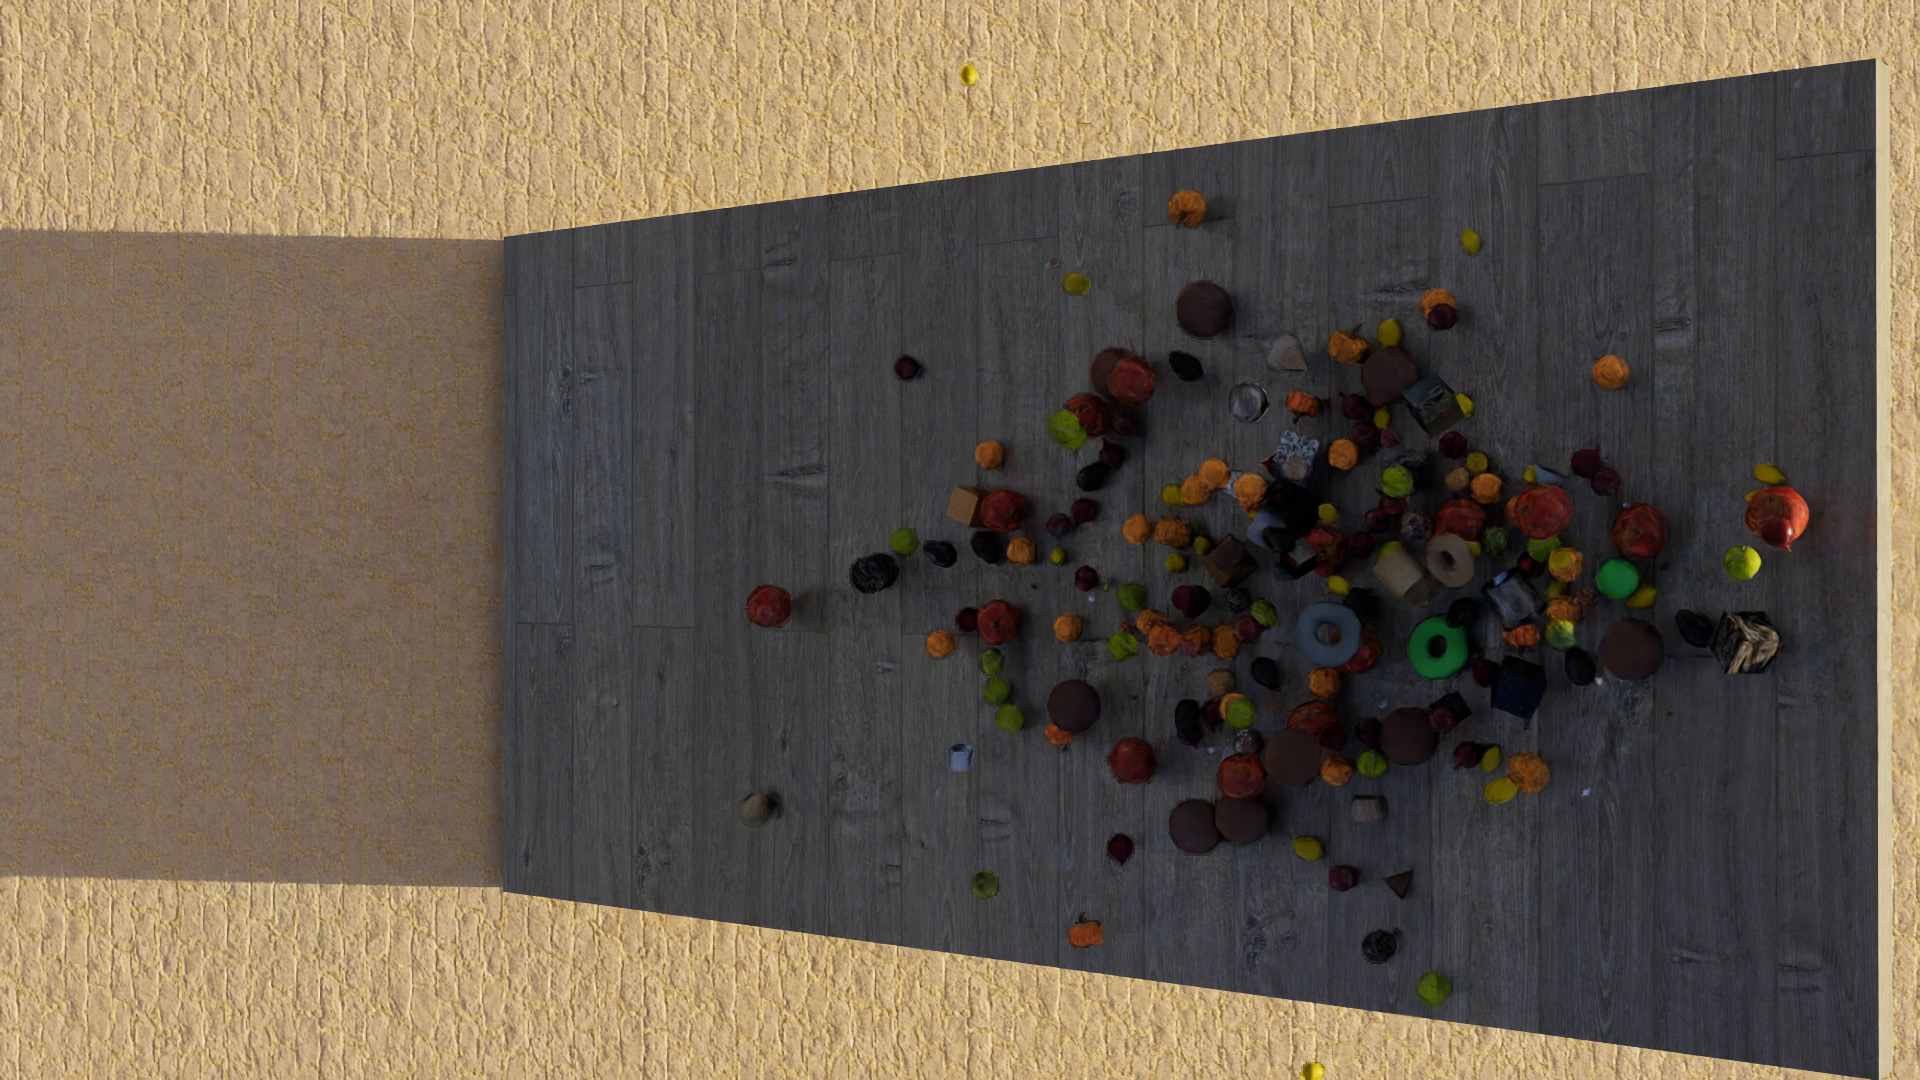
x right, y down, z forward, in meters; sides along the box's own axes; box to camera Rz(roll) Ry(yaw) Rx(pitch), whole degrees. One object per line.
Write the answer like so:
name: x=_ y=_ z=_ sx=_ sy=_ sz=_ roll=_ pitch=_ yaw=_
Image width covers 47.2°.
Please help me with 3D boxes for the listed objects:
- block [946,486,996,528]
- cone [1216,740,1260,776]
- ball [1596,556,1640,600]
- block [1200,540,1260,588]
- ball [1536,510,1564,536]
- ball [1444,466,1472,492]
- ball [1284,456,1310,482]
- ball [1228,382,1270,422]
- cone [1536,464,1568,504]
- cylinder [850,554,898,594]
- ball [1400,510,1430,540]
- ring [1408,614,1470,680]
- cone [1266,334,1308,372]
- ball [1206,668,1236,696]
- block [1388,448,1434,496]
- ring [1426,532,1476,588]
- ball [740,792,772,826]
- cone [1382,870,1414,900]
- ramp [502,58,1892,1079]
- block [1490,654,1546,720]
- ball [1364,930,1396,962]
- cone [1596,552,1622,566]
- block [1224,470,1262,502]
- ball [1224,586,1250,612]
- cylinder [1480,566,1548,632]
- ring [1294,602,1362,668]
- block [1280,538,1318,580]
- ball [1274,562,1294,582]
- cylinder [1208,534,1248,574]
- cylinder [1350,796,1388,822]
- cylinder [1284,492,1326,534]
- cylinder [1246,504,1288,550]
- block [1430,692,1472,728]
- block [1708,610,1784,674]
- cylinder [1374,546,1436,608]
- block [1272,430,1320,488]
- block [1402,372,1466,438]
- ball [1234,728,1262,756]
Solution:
block: x=0.029 y=-0.085 z=5.589 sx=0.080 sy=0.080 sz=0.080 roll=27 pitch=106 yaw=34
cone: x=0.656 y=0.525 z=5.134 sx=0.094 sy=0.094 sz=0.094 roll=19 pitch=90 yaw=8
ball: x=1.358 y=0.079 z=4.539 sx=0.089 sy=0.089 sz=0.089 roll=0 pitch=90 yaw=0
block: x=0.630 y=0.055 z=5.133 sx=0.080 sy=0.080 sz=0.080 roll=-47 pitch=64 yaw=27
ball: x=1.254 y=-0.036 z=4.677 sx=0.055 sy=0.055 sz=0.055 roll=0 pitch=90 yaw=0
ball: x=1.081 y=-0.131 z=4.774 sx=0.055 sy=0.055 sz=0.055 roll=0 pitch=90 yaw=0
ball: x=0.739 y=-0.157 z=4.831 sx=0.056 sy=0.056 sz=0.056 roll=0 pitch=90 yaw=0
ball: x=0.654 y=-0.312 z=4.987 sx=0.093 sy=0.093 sz=0.093 roll=0 pitch=90 yaw=0
cone: x=1.240 y=-0.111 z=4.666 sx=0.074 sy=0.074 sz=0.074 roll=22 pitch=103 yaw=0
cylinder: x=-0.222 y=0.088 z=5.733 sx=0.093 sy=0.093 sz=0.093 roll=4 pitch=101 yaw=23
ball: x=0.987 y=-0.032 z=4.765 sx=0.066 sy=0.066 sz=0.066 roll=0 pitch=90 yaw=0
ring: x=1.051 y=0.235 z=4.826 sx=0.146 sy=0.049 sz=0.146 roll=-13 pitch=70 yaw=37
cone: x=0.762 y=-0.404 z=4.990 sx=0.095 sy=0.095 sz=0.095 roll=-43 pitch=45 yaw=0
ball: x=0.611 y=0.334 z=5.154 sx=0.066 sy=0.066 sz=0.066 roll=0 pitch=90 yaw=0
block: x=0.995 y=-0.150 z=4.848 sx=0.069 sy=0.069 sz=0.069 roll=-28 pitch=127 yaw=-38
ring: x=1.044 y=0.044 z=4.681 sx=0.042 sy=0.126 sz=0.126 roll=-23 pitch=90 yaw=-30
ball: x=-0.559 y=0.737 z=6.023 sx=0.088 sy=0.088 sz=0.088 roll=0 pitch=90 yaw=0
cone: x=0.986 y=0.755 z=4.891 sx=0.064 sy=0.064 sz=0.064 roll=-43 pitch=90 yaw=-1
ramp: x=0.230 y=0.065 z=5.549 sx=4.000 sy=0.100 sz=2.000 roll=0 pitch=89 yaw=37
block: x=1.185 y=0.312 z=4.669 sx=0.086 sy=0.086 sz=0.086 roll=20 pitch=117 yaw=3
ball: x=0.934 y=0.906 z=4.903 sx=0.070 sy=0.070 sz=0.070 roll=0 pitch=90 yaw=0
cone: x=1.369 y=0.062 z=4.609 sx=0.052 sy=0.052 sz=0.052 roll=-26 pitch=103 yaw=0
block: x=0.659 y=-0.127 z=5.127 sx=0.055 sy=0.055 sz=0.055 roll=30 pitch=108 yaw=36
ball: x=0.648 y=0.139 z=5.127 sx=0.061 sy=0.061 sz=0.061 roll=0 pitch=90 yaw=0
cylinder: x=1.171 y=0.124 z=4.649 sx=0.100 sy=0.100 sz=0.100 roll=-33 pitch=93 yaw=0
ring: x=0.810 y=0.207 z=4.831 sx=0.149 sy=0.050 sz=0.149 roll=-1 pitch=76 yaw=4
block: x=0.754 y=0.040 z=4.893 sx=0.056 sy=0.056 sz=0.056 roll=-29 pitch=58 yaw=-19
ball: x=0.749 y=0.070 z=5.061 sx=0.051 sy=0.051 sz=0.051 roll=0 pitch=90 yaw=0
cylinder: x=0.614 y=0.031 z=5.036 sx=0.067 sy=0.067 sz=0.067 roll=-44 pitch=90 yaw=13
cylinder: x=0.916 y=0.602 z=4.925 sx=0.060 sy=0.060 sz=0.060 roll=-7 pitch=89 yaw=37
cylinder: x=0.788 y=-0.062 z=5.020 sx=0.072 sy=0.072 sz=0.072 roll=27 pitch=109 yaw=0
cylinder: x=0.711 y=-0.030 z=5.071 sx=0.078 sy=0.078 sz=0.078 roll=27 pitch=111 yaw=0
block: x=1.072 y=0.372 z=4.811 sx=0.055 sy=0.055 sz=0.055 roll=-39 pitch=67 yaw=30
block: x=1.562 y=0.204 z=4.374 sx=0.089 sy=0.089 sz=0.089 roll=0 pitch=131 yaw=-14
cylinder: x=0.966 y=0.080 z=4.781 sx=0.095 sy=0.095 sz=0.095 roll=-38 pitch=59 yaw=0
block: x=0.762 y=-0.184 z=4.991 sx=0.083 sy=0.083 sz=0.083 roll=20 pitch=70 yaw=15
block: x=0.959 y=-0.274 z=4.459 sx=0.080 sy=0.080 sz=0.080 roll=-33 pitch=133 yaw=4
ball: x=0.669 y=0.471 z=5.110 sx=0.065 sy=0.065 sz=0.065 roll=0 pitch=90 yaw=0
